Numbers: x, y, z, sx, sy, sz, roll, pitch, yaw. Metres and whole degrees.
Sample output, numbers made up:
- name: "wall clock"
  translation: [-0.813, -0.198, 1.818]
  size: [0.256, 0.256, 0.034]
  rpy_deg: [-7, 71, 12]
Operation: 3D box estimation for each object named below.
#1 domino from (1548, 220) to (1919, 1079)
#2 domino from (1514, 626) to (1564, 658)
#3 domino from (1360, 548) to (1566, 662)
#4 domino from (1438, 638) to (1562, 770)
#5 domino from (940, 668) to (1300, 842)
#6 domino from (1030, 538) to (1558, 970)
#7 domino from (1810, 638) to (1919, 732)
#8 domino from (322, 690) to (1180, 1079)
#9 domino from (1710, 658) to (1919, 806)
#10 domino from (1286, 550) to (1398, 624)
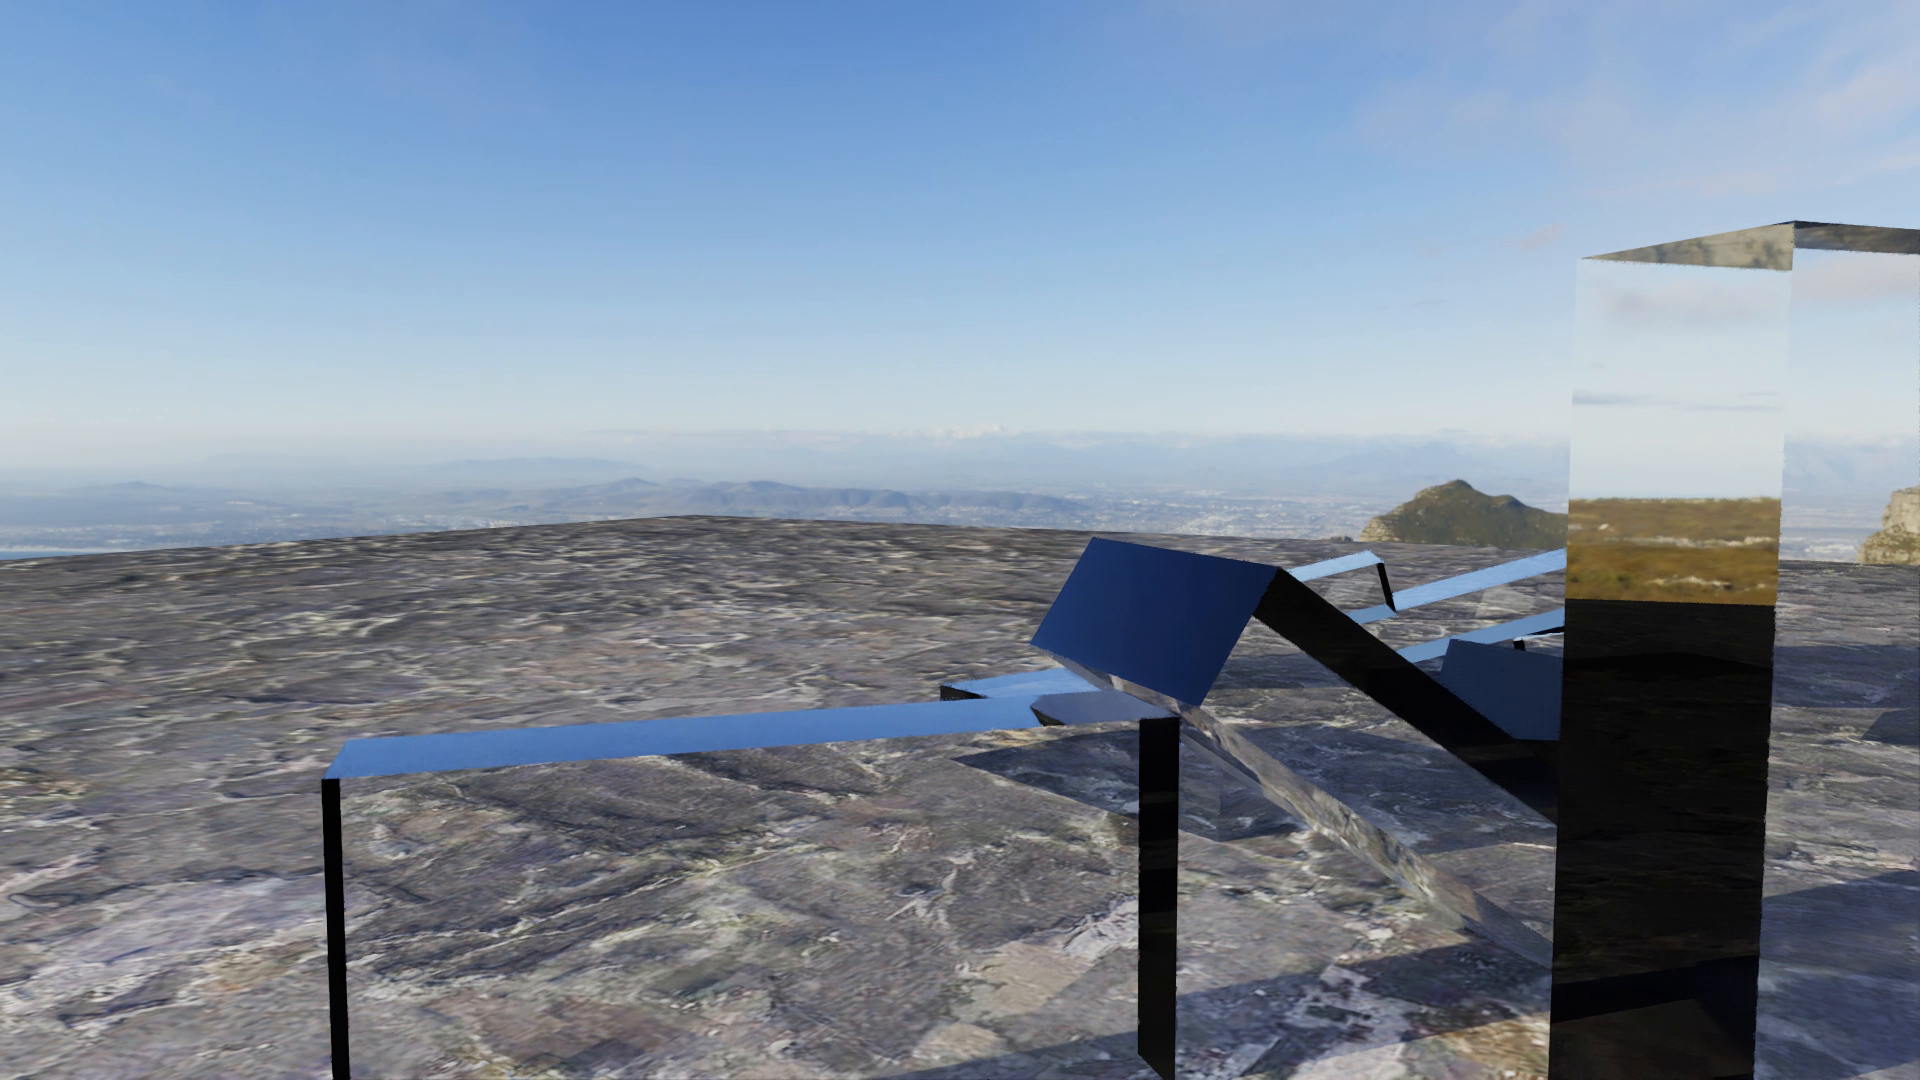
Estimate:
- name: "domino"
  translation: [0.038, 0.014, 0.053]
  size: [0.025, 0.050, 0.010]
  rpy_deg: [-1, 5, -18]
- name: "domino"
  translation: [0.122, 0.016, 0.216]
  size: [0.050, 0.009, 0.025]
  rpy_deg: [-12, -2, 28]
- name: "domino"
  translation: [0.091, 0.013, 0.235]
  size: [0.050, 0.010, 0.025]
  rpy_deg: [-17, 0, 15]
- name: "domino"
  translation: [0.065, 0.021, 0.104]
  size: [0.050, 0.009, 0.025]
  rpy_deg: [21, -6, -26]
- name: "domino"
  translation: [0.022, 0.026, 0.164]
  size: [0.025, 0.010, 0.050]
  rpy_deg: [-3, 5, -37]
- name: "domino"
  translation: [0.032, 0.018, 0.094]
  size: [0.050, 0.009, 0.025]
  rpy_deg: [34, -7, -19]
- name: "domino"
  translation: [0.154, 0.018, 0.183]
  size: [0.050, 0.010, 0.025]
  rpy_deg: [-17, -8, 41]
- name: "domino"
  translation: [-0.011, 0.024, 0.080]
  size: [0.050, 0.025, 0.010]
  rpy_deg: [-1, 5, -18]
- name: "domino"
  translation: [0.100, 0.022, 0.124]
  size: [0.050, 0.010, 0.025]
  rpy_deg: [15, -3, -28]
- name: "domino"
  translation: [0.053, 0.014, 0.238]
  size: [0.050, 0.009, 0.025]
  rpy_deg: [-15, 1, 13]
